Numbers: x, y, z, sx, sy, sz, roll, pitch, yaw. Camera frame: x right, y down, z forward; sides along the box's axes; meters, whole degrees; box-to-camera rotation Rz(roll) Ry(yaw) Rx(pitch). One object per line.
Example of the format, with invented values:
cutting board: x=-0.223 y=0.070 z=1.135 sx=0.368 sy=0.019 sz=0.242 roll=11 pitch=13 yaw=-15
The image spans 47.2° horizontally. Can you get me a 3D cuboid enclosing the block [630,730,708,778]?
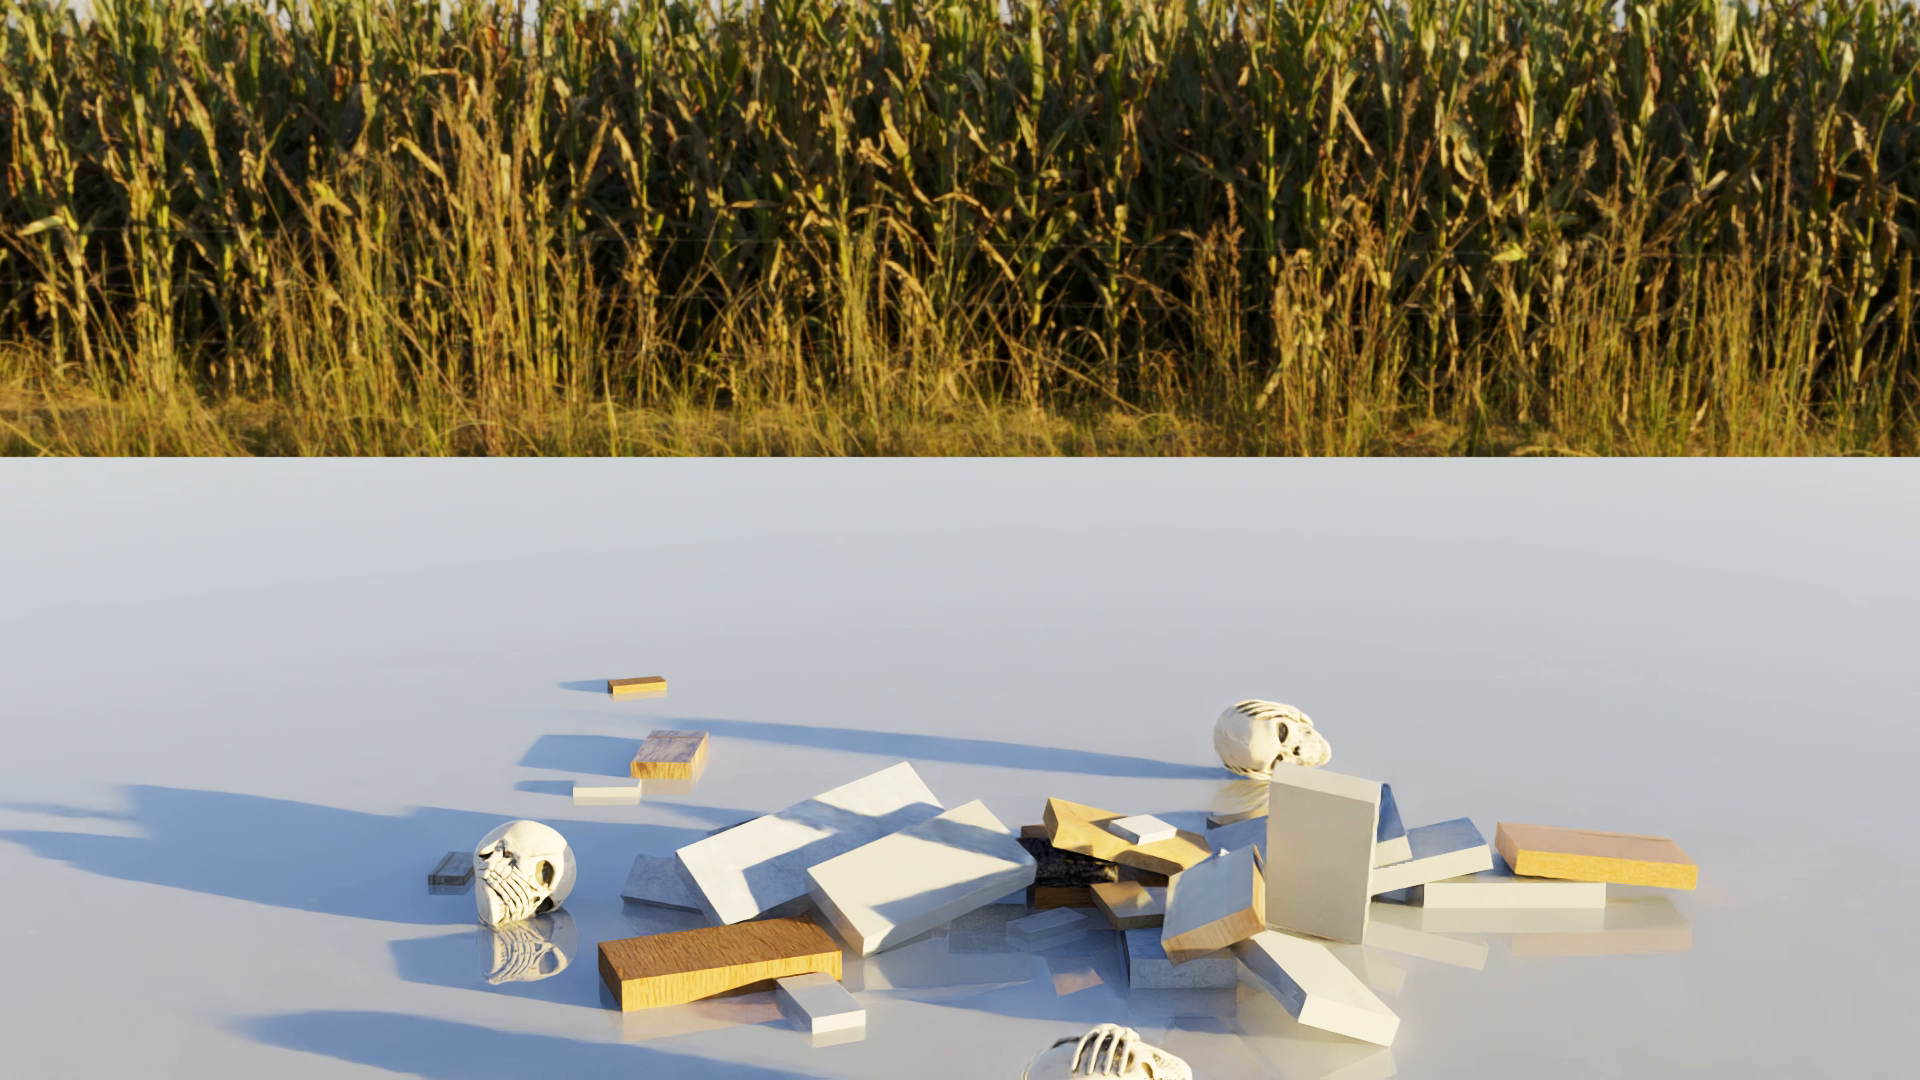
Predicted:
block: x=-0.584 y=0.431 z=4.433 sx=0.117 sy=0.033 sz=0.233 roll=0 pitch=11 yaw=2

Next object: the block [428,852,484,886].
block: x=-0.863 y=0.563 z=3.768 sx=0.062 sy=0.017 sz=0.123 roll=1 pitch=11 yaw=3

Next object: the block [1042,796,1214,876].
block: x=0.281 y=0.499 z=3.648 sx=0.275 sy=0.039 sz=0.138 roll=15 pitch=11 yaw=-8

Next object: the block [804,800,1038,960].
block: x=-0.060 y=0.535 z=3.499 sx=0.332 sy=0.047 sz=0.166 roll=-18 pitch=44 yaw=-31

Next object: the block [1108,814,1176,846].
block: x=0.301 y=0.478 z=3.632 sx=0.060 sy=0.017 sz=0.120 roll=23 pitch=13 yaw=33

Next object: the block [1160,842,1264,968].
block: x=0.388 y=0.552 z=3.350 sx=0.146 sy=0.041 sz=0.292 roll=-24 pitch=6 yaw=12

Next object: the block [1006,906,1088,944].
block: x=0.139 y=0.612 z=3.501 sx=0.120 sy=0.017 sz=0.060 roll=-8 pitch=13 yaw=-36

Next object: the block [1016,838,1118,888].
block: x=0.122 y=0.535 z=3.647 sx=0.275 sy=0.039 sz=0.138 roll=0 pitch=11 yaw=2

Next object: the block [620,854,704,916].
block: x=-0.472 y=0.565 z=3.609 sx=0.159 sy=0.023 sz=0.080 roll=5 pitch=55 yaw=25

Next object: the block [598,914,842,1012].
block: x=-0.362 y=0.633 z=3.306 sx=0.332 sy=0.047 sz=0.166 roll=-4 pitch=11 yaw=-21

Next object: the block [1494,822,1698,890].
block: x=1.059 y=0.526 z=3.669 sx=0.296 sy=0.042 sz=0.148 roll=5 pitch=10 yaw=0

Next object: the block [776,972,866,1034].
block: x=-0.203 y=0.669 z=3.184 sx=0.080 sy=0.023 sz=0.159 roll=-5 pitch=11 yaw=-23

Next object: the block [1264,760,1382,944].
block: x=0.553 y=0.482 z=3.377 sx=0.159 sy=0.318 sz=0.045 roll=11 pitch=42 yaw=17

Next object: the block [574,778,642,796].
block: x=-0.679 y=0.476 z=4.234 sx=0.123 sy=0.017 sz=0.062 roll=0 pitch=11 yaw=-2

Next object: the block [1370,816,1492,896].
block: x=0.722 y=0.535 z=3.665 sx=0.296 sy=0.042 sz=0.148 roll=-13 pitch=10 yaw=3

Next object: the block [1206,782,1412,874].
block: x=0.575 y=0.504 z=3.646 sx=0.318 sy=0.045 sz=0.159 roll=-16 pitch=25 yaw=7

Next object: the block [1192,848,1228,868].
block: x=0.402 y=0.546 z=3.563 sx=0.060 sy=0.120 sz=0.017 roll=31 pitch=38 yaw=-27

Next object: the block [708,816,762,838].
block: x=-0.341 y=0.502 z=3.823 sx=0.117 sy=0.033 sz=0.233 roll=-6 pitch=-10 yaw=-29

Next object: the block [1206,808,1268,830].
block: x=0.535 y=0.517 z=4.003 sx=0.154 sy=0.022 sz=0.077 roll=-5 pitch=11 yaw=-24

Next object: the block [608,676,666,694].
block: x=-0.737 y=0.331 z=5.018 sx=0.123 sy=0.017 sz=0.062 roll=-4 pitch=11 yaw=-21

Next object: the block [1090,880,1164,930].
block: x=0.262 y=0.573 z=3.452 sx=0.077 sy=0.022 sz=0.154 roll=-2 pitch=11 yaw=-12

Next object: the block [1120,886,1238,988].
block: x=0.333 y=0.614 z=3.417 sx=0.159 sy=0.045 sz=0.318 roll=0 pitch=11 yaw=0

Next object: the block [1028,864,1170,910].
block: x=0.255 y=0.570 z=3.671 sx=0.275 sy=0.039 sz=0.138 roll=-1 pitch=11 yaw=-5

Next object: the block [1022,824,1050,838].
block: x=0.168 y=0.538 z=3.890 sx=0.080 sy=0.023 sz=0.159 roll=-3 pitch=11 yaw=-14

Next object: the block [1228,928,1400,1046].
block: x=0.505 y=0.637 z=3.173 sx=0.146 sy=0.041 sz=0.293 roll=18 pitch=6 yaw=-15

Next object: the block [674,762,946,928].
block: x=-0.230 y=0.503 z=3.579 sx=0.440 sy=0.047 sz=0.166 roll=-18 pitch=50 yaw=-30

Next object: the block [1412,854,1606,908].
block: x=0.907 y=0.568 z=3.670 sx=0.296 sy=0.042 sz=0.148 roll=0 pitch=11 yaw=0
